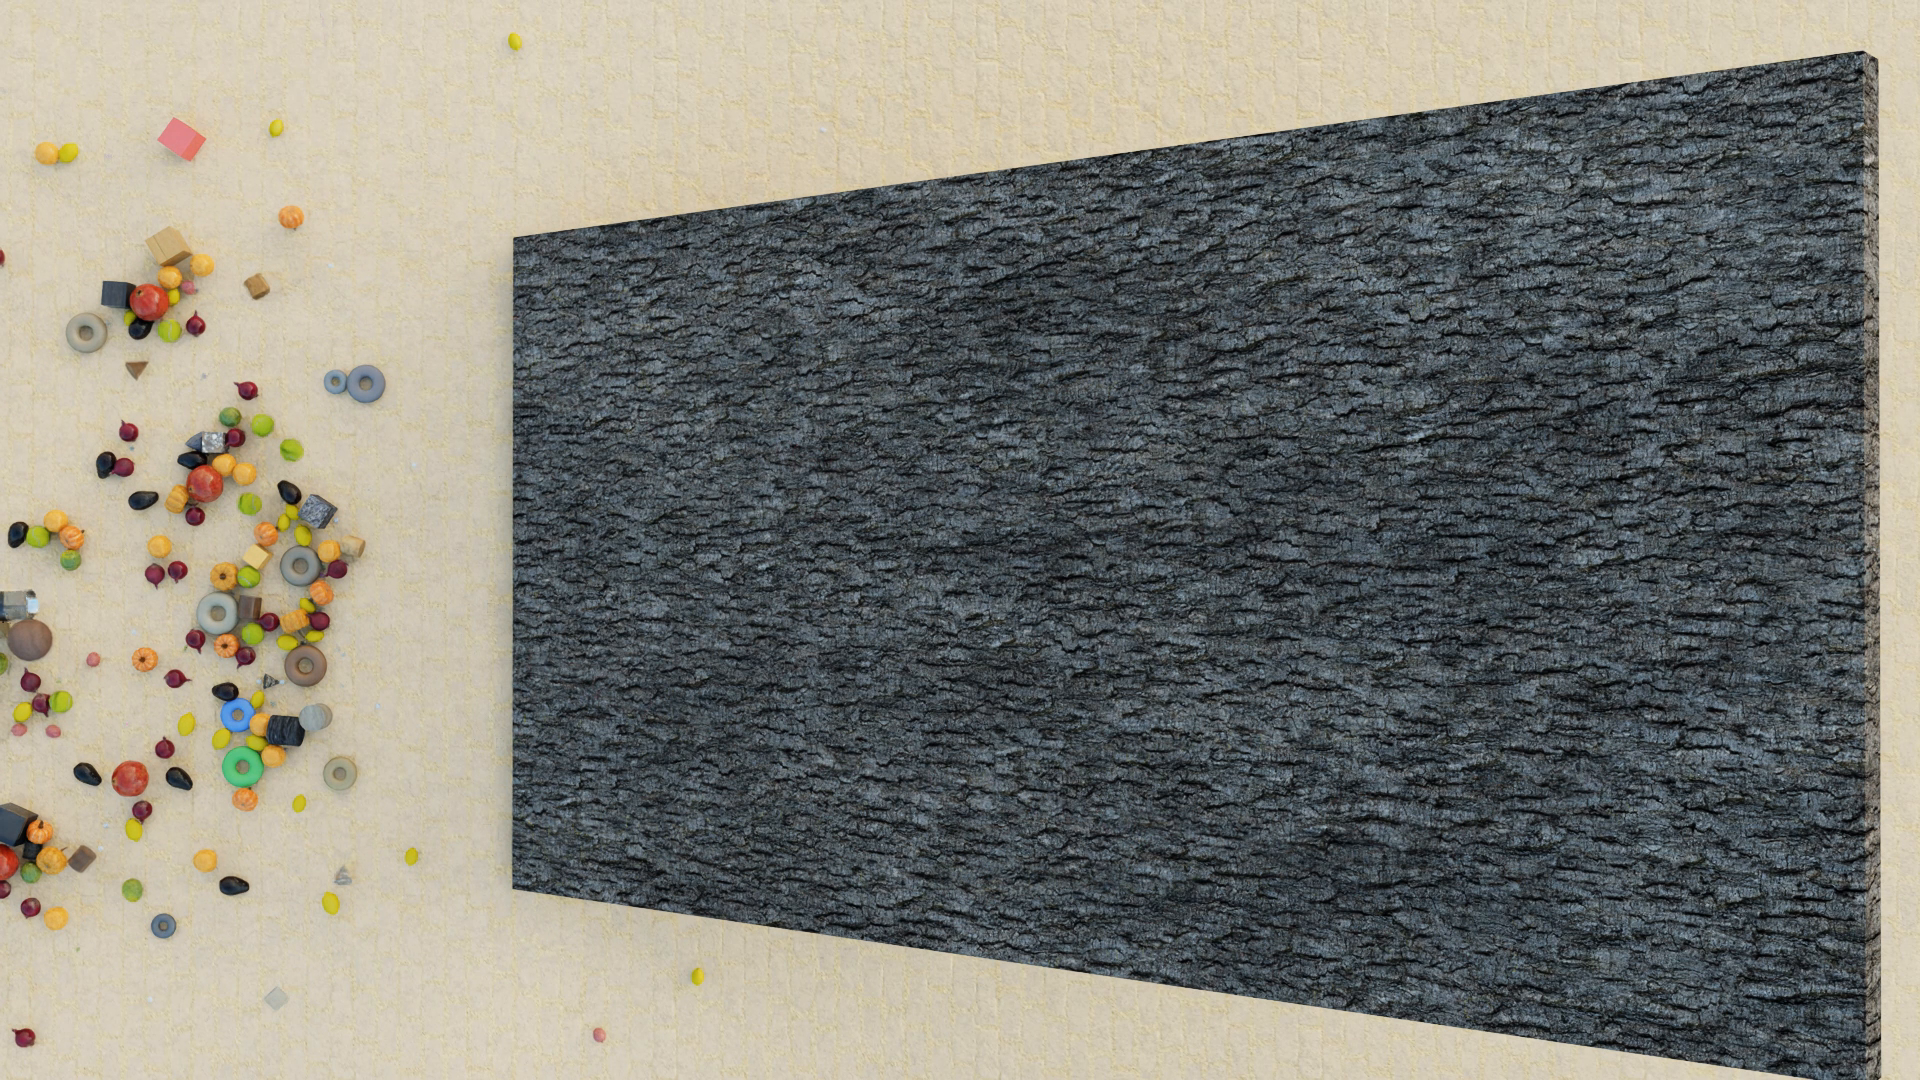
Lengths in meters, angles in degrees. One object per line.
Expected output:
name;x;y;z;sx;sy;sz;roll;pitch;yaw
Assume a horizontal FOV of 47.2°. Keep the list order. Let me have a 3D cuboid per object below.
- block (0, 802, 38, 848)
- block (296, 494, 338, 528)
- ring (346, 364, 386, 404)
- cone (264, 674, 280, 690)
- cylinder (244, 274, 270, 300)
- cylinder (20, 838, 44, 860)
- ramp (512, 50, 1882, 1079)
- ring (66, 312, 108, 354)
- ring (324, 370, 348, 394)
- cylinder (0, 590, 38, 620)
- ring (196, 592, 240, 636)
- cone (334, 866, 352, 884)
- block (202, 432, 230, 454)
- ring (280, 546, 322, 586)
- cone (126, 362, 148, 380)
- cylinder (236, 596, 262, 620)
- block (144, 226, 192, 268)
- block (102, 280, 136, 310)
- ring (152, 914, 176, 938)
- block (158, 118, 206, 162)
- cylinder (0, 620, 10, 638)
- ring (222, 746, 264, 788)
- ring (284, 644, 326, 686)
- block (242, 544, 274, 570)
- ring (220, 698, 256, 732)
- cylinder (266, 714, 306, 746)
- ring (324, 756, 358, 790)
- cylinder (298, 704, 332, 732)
block;-2.920;0.876;6.772;0.096;0.096;0.096;24;90;0
block;-1.983;-0.088;6.788;0.077;0.077;0.077;34;90;0
ring;-1.839;-0.484;6.809;0.120;0.040;0.120;0;88;0
cone;-2.128;0.440;6.812;0.050;0.050;0.050;7;90;-26
cylinder;-2.173;-0.784;6.802;0.058;0.058;0.058;-30;90;0
cylinder;-2.865;0.957;6.794;0.052;0.052;0.052;23;69;0
ramp;0.217;0.062;5.533;4.000;0.100;2.000;0;90;39
ring;-2.705;-0.641;6.809;0.126;0.042;0.126;0;90;-1
ring;-1.934;-0.490;6.816;0.077;0.026;0.077;0;89;1
cylinder;-2.908;0.200;6.779;0.091;0.091;0.091;-4;90;0
ring;-2.294;0.227;6.802;0.136;0.045;0.136;0;90;-1
cone;-1.907;1.030;6.806;0.058;0.058;0.058;-4;63;0
block;-2.300;-0.300;6.796;0.063;0.063;0.063;1;90;0
ring;-2.039;0.080;6.804;0.130;0.043;0.130;0;90;1
cone;-2.540;-0.537;6.815;0.064;0.064;0.064;-35;90;-27
cylinder;-2.194;0.208;6.791;0.067;0.067;0.067;8;90;0
block;-2.442;-0.903;6.788;0.087;0.087;0.087;-31;90;0
block;-2.599;-0.757;6.793;0.075;0.075;0.075;4;90;0
ring;-2.464;1.194;6.805;0.078;0.026;0.078;0;90;1
block;-2.402;-1.237;6.790;0.088;0.088;0.088;35;90;0
cylinder;-2.987;0.270;6.786;0.076;0.076;0.076;-17;90;-1
ring;-2.217;0.701;6.800;0.128;0.043;0.128;0;88;-1
ring;-2.024;0.389;6.802;0.131;0.044;0.131;0;91;-1
block;-2.169;0.051;6.797;0.058;0.058;0.058;37;90;0
ring;-2.234;0.541;6.805;0.107;0.036;0.107;0;89;-1
cylinder;-2.077;0.587;6.777;0.090;0.090;0.090;4;90;0
ring;-1.918;0.723;6.804;0.105;0.035;0.105;0;89;-1
cylinder;-1.987;0.546;6.782;0.081;0.081;0.081;0;90;0
